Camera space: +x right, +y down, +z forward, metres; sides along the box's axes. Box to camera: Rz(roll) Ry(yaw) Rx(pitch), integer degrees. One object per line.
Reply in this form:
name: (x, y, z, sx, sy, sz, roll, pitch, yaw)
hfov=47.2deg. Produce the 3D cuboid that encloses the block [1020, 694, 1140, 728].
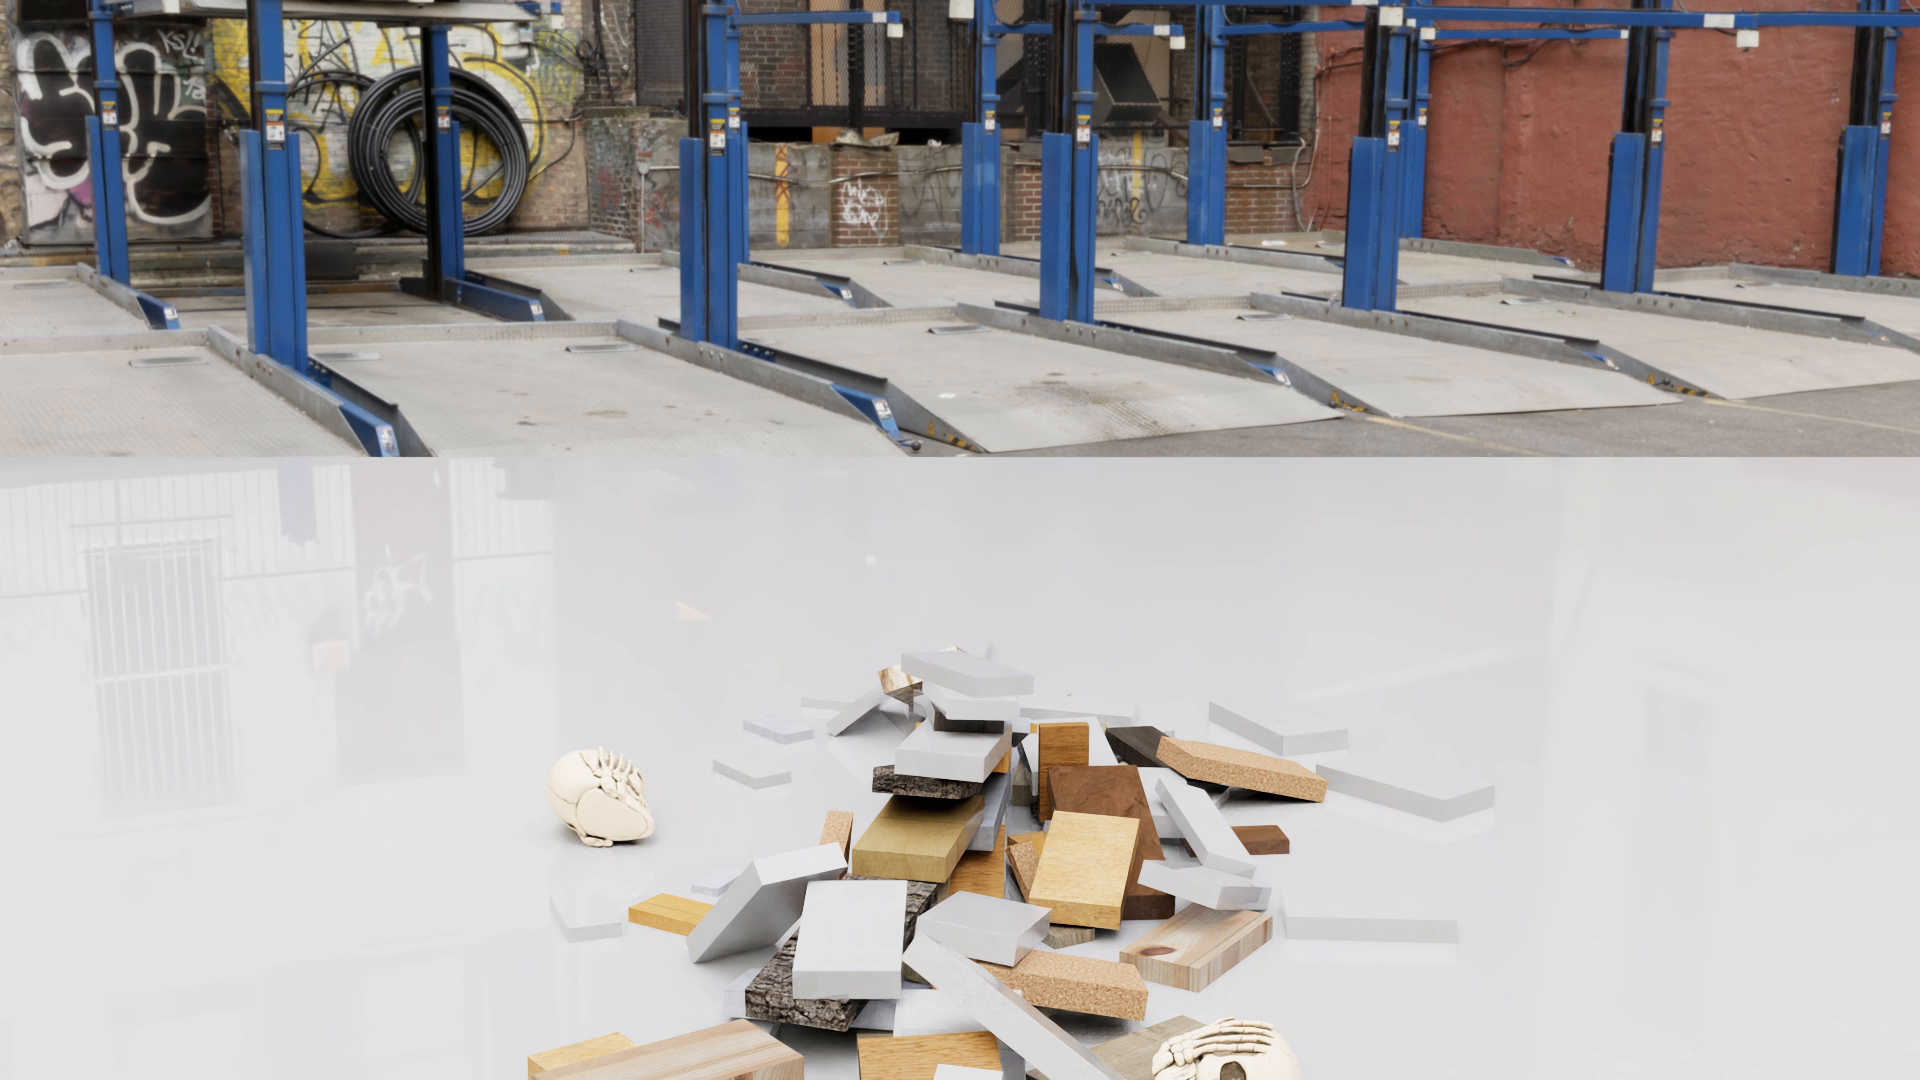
block: (0.250, 0.359, 4.577, 0.232, 0.033, 0.116, 4, 12, 13)

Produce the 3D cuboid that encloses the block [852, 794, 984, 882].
block: (-0.062, 0.461, 3.453, 0.145, 0.041, 0.290, 3, 13, 12)

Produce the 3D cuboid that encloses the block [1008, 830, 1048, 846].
block: (0.163, 0.547, 3.829, 0.090, 0.026, 0.181, -5, 12, -25)

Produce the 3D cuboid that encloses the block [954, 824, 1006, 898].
block: (-0.002, 0.554, 3.555, 0.147, 0.042, 0.293, 1, 24, 1)

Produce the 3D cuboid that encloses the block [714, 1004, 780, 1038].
block: (-0.304, 0.691, 3.059, 0.084, 0.024, 0.167, 1, 11, 5)

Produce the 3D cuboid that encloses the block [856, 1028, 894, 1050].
block: (-0.062, 0.687, 3.055, 0.157, 0.022, 0.079, 0, 2, 1)

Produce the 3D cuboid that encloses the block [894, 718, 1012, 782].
block: (-0.007, 0.329, 3.487, 0.138, 0.039, 0.276, 5, 7, 10)

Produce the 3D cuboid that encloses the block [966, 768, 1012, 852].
block: (-0.001, 0.448, 3.705, 0.147, 0.042, 0.293, 2, 13, 7)

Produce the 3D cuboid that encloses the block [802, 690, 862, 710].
block: (-0.266, 0.357, 4.866, 0.152, 0.022, 0.076, 4, 11, 22)

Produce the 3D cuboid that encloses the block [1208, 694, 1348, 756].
block: (0.668, 0.388, 4.636, 0.153, 0.043, 0.307, -4, 11, -22)

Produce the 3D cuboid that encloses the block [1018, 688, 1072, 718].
block: (0.088, 0.377, 4.686, 0.170, 0.048, 0.340, 6, 12, 27)

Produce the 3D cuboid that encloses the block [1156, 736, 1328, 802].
block: (0.536, 0.436, 4.183, 0.292, 0.041, 0.146, 12, 6, -20)

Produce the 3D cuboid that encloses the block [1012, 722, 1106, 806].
block: (0.196, 0.434, 4.273, 0.155, 0.044, 0.310, 1, 19, 8)

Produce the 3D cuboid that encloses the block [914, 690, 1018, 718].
block: (0.007, 0.311, 4.152, 0.161, 0.046, 0.321, 1, -2, -7)

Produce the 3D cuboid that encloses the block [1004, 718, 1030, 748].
block: (0.066, 0.337, 3.870, 0.090, 0.026, 0.285, 5, -10, -3)

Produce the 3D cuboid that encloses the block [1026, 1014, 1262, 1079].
block: (0.244, 0.709, 2.913, 0.297, 0.042, 0.148, -9, 14, -40)

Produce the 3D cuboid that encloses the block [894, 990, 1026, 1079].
block: (-0.002, 0.670, 2.846, 0.169, 0.048, 0.338, 0, 11, 0)

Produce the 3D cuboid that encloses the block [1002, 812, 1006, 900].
block: (0.004, 0.512, 3.747, 0.147, 0.042, 0.293, 0, 26, 1)

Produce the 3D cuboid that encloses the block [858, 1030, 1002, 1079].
block: (-0.025, 0.702, 2.565, 0.169, 0.048, 0.338, -2, 25, -5)

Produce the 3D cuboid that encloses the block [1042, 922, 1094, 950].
block: (0.141, 0.611, 3.497, 0.074, 0.021, 0.148, -6, 12, -30)

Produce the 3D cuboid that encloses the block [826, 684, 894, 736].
block: (-0.189, 0.347, 4.705, 0.116, 0.033, 0.232, -38, -5, 23)

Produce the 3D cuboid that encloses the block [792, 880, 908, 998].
block: (-0.150, 0.556, 3.080, 0.145, 0.041, 0.290, 0, 15, 0)

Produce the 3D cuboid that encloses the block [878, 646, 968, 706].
block: (-0.044, 0.296, 4.646, 0.170, 0.048, 0.340, -19, -14, 9)

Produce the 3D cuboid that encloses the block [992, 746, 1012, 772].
block: (0.018, 0.369, 3.778, 0.138, 0.039, 0.362, 4, -4, 2)

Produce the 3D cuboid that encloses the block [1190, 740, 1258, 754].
block: (0.516, 0.437, 4.431, 0.161, 0.023, 0.081, 8, 13, 37)

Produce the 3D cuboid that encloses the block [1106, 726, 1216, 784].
block: (0.397, 0.429, 4.355, 0.116, 0.033, 0.267, 0, 15, -27)

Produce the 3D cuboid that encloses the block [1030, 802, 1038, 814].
block: (0.200, 0.488, 4.076, 0.127, 0.018, 0.063, -9, -1, 20)

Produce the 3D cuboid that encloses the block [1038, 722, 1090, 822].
block: (0.187, 0.418, 3.969, 0.089, 0.177, 0.025, -1, 12, -6)

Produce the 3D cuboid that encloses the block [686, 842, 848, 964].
block: (-0.294, 0.546, 3.302, 0.144, 0.041, 0.288, -7, -28, -34)

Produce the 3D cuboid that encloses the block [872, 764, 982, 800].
block: (-0.049, 0.387, 3.538, 0.138, 0.039, 0.276, 4, -4, 8)

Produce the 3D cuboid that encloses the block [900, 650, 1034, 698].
block: (0.010, 0.218, 3.591, 0.113, 0.032, 0.225, -1, 8, -33)

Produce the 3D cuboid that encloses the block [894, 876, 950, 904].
block: (-0.069, 0.554, 3.355, 0.099, 0.028, 0.198, -1, 23, 3)

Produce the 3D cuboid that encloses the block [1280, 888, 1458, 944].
block: (0.650, 0.600, 3.515, 0.265, 0.037, 0.132, 1, 11, 4)

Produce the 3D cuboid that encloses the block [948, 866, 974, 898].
block: (-0.022, 0.586, 3.402, 0.099, 0.028, 0.198, -4, 33, -6)
